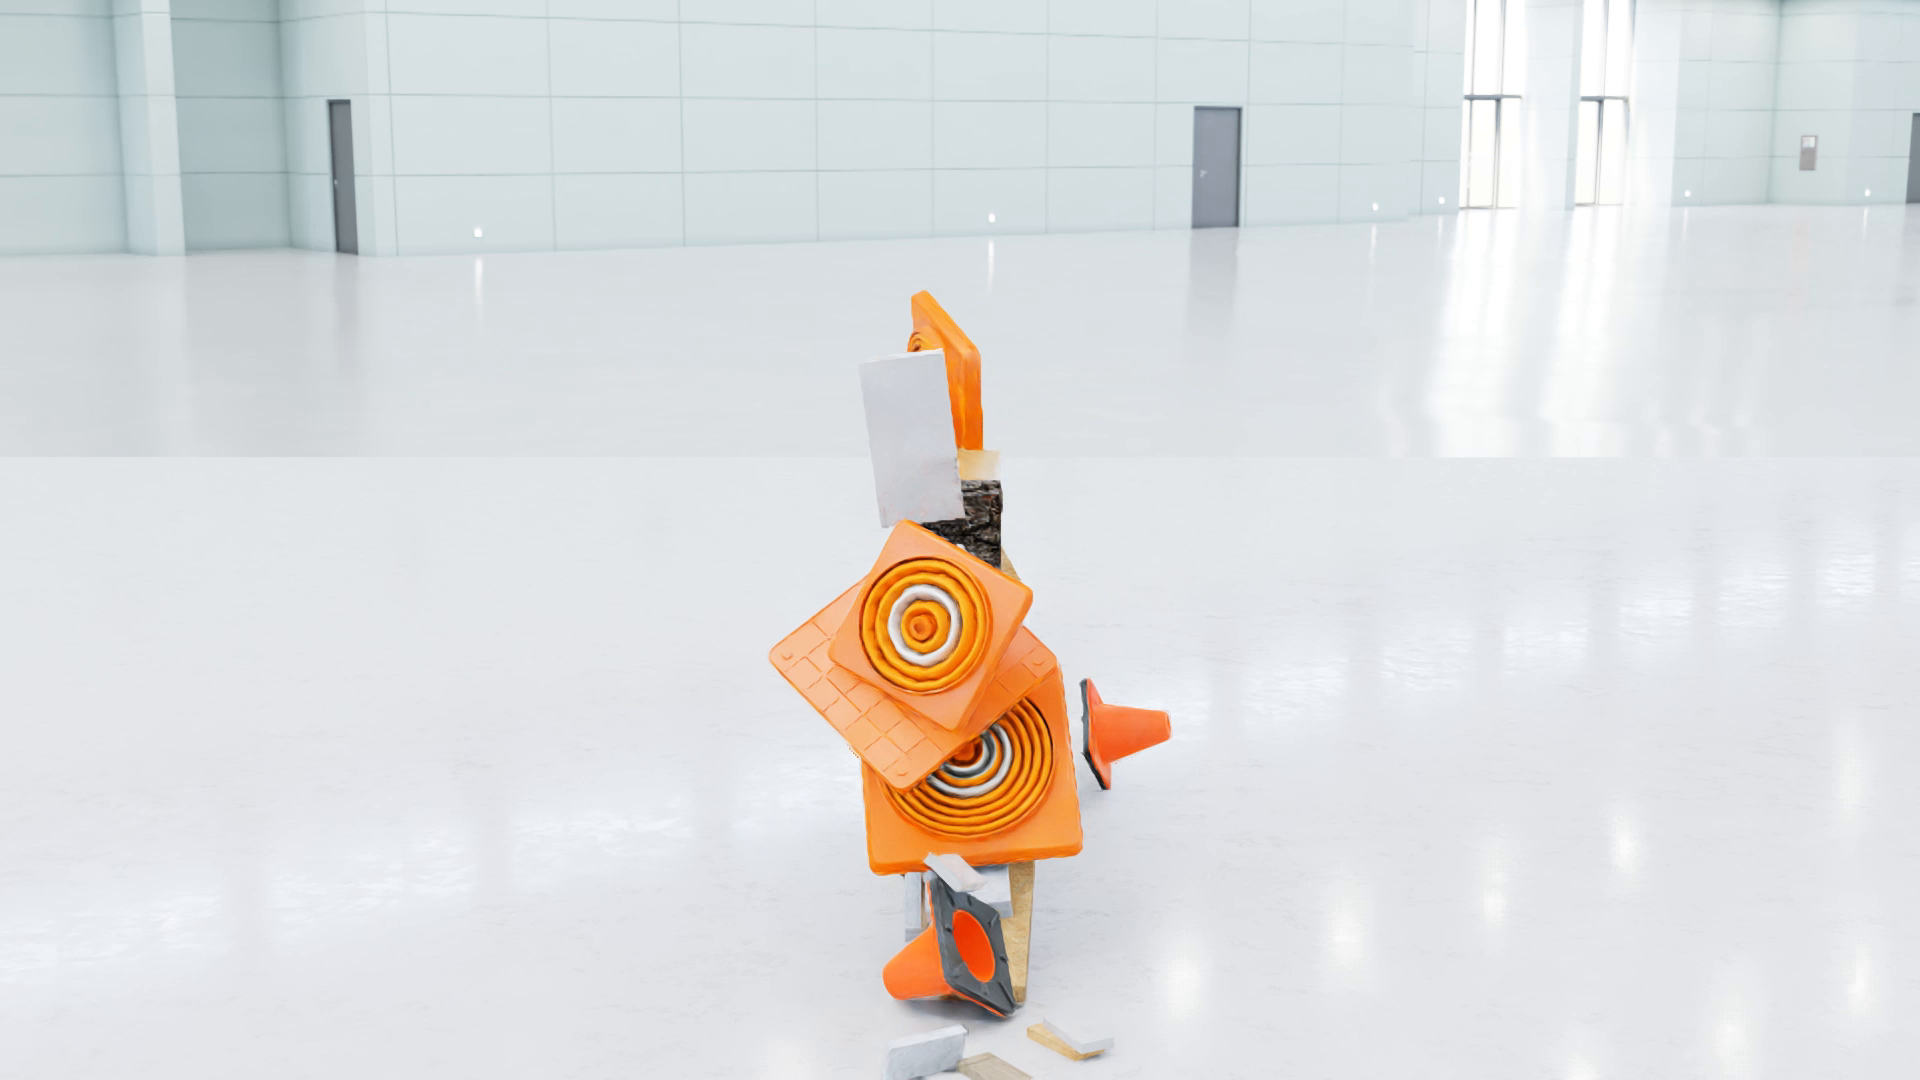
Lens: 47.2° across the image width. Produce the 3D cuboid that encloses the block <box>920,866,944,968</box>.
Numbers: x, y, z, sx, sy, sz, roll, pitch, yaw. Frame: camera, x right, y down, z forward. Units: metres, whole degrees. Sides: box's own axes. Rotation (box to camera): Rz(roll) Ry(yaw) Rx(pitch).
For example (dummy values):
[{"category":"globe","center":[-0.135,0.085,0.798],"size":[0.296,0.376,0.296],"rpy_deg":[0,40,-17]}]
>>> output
[{"category":"block","center":[0.003,0.545,3.413],"size":[0.127,0.036,0.255],"rpy_deg":[0,48,0]}]

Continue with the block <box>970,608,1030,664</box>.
[{"category":"block","center":[0.025,0.160,3.944],"size":[0.174,0.049,0.347],"rpy_deg":[1,9,6]}]

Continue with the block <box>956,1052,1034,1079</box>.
[{"category":"block","center":[0.047,0.716,2.948],"size":[0.052,0.015,0.104],"rpy_deg":[-7,13,-35]}]

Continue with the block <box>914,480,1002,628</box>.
[{"category":"block","center":[-0.004,0.027,3.690],"size":[0.141,0.283,0.040],"rpy_deg":[-2,38,-4]}]

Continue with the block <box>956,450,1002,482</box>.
[{"category":"block","center":[-0.003,-0.120,4.024],"size":[0.141,0.040,0.283],"rpy_deg":[1,13,5]}]

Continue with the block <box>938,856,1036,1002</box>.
[{"category":"block","center":[0.042,0.580,3.301],"size":[0.127,0.036,0.255],"rpy_deg":[0,39,6]}]

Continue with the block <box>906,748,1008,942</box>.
[{"category":"block","center":[-0.005,0.486,3.524],"size":[0.162,0.046,0.323],"rpy_deg":[0,54,0]}]

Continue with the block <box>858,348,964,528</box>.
[{"category":"block","center":[-0.077,-0.163,3.535],"size":[0.136,0.273,0.039],"rpy_deg":[-7,16,2]}]

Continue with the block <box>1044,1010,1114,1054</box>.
[{"category":"block","center":[0.164,0.682,3.050],"size":[0.052,0.015,0.104],"rpy_deg":[-6,12,-27]}]

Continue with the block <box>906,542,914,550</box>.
[{"category":"block","center":[-0.052,0.067,4.266],"size":[0.120,0.034,0.299],"rpy_deg":[4,25,4]}]

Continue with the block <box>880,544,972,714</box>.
[{"category":"block","center":[-0.055,0.149,3.551],"size":[0.136,0.273,0.039],"rpy_deg":[-4,-17,10]}]

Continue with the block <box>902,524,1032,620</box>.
[{"category":"block","center":[0.004,0.027,3.919],"size":[0.141,0.040,0.283],"rpy_deg":[-8,50,-26]}]

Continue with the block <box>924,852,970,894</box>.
[{"category":"block","center":[-0.014,0.485,3.201],"size":[0.058,0.016,0.116],"rpy_deg":[36,-6,17]}]

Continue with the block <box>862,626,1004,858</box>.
[{"category":"block","center":[-0.043,0.311,3.416],"size":[0.136,0.351,0.039],"rpy_deg":[-14,-28,-5]}]

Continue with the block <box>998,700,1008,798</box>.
[{"category":"block","center":[-0.003,0.430,3.675],"size":[0.162,0.323,0.046],"rpy_deg":[0,-14,0]}]

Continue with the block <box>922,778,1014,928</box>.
[{"category":"block","center":[0.007,0.475,3.369],"size":[0.127,0.036,0.255],"rpy_deg":[-8,39,2]}]

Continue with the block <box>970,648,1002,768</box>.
[{"category":"block","center":[-0.015,0.273,3.624],"size":[0.162,0.046,0.323],"rpy_deg":[0,25,2]}]

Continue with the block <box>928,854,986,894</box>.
[{"category":"block","center":[-0.003,0.469,3.094],"size":[0.058,0.016,0.116],"rpy_deg":[42,6,17]}]

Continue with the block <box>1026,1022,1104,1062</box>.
[{"category":"block","center":[0.146,0.695,3.061],"size":[0.052,0.015,0.104],"rpy_deg":[-8,13,-37]}]

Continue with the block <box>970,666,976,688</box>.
[{"category":"block","center":[-0.017,0.189,3.593],"size":[0.060,0.120,0.017],"rpy_deg":[-11,11,7]}]

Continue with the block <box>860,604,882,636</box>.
[{"category":"block","center":[-0.059,0.164,4.218],"size":[0.148,0.042,0.295],"rpy_deg":[-9,13,-27]}]

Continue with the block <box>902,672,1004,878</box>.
[{"category":"block","center":[-0.011,0.401,3.761],"size":[0.174,0.347,0.049],"rpy_deg":[0,-18,1]}]

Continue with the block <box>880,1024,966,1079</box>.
[{"category":"block","center":[-0.049,0.692,2.956],"size":[0.116,0.058,0.016],"rpy_deg":[-6,27,-28]}]

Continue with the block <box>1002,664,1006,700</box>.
[{"category":"block","center":[-0.004,0.361,3.948],"size":[0.174,0.347,0.049],"rpy_deg":[0,10,0]}]
